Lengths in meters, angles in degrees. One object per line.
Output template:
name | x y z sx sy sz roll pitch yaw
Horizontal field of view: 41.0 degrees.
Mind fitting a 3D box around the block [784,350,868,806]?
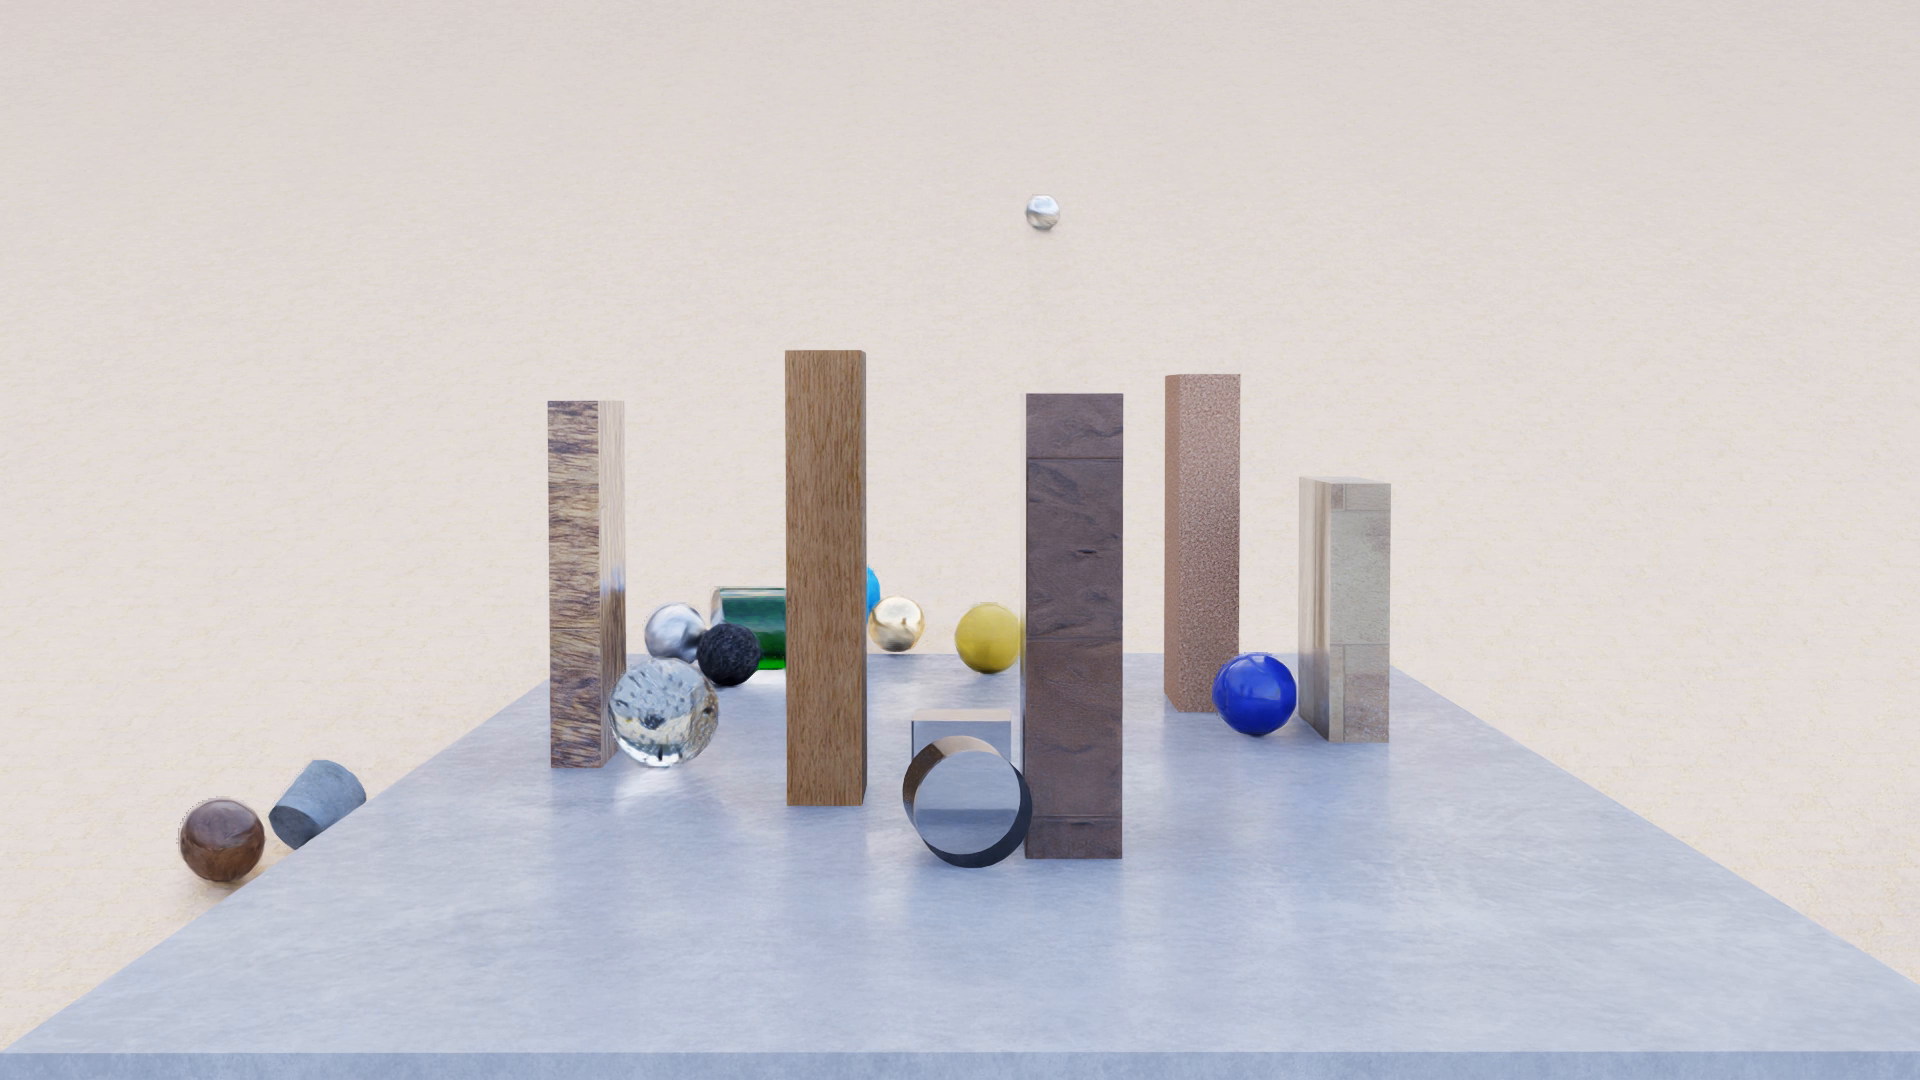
block | -0.215 0.055 4.176 0.119 0.720 0.246 0 3 0

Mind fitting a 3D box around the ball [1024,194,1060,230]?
ball | 0.350 -1.389 10.904 0.149 0.149 0.149 0 21 0

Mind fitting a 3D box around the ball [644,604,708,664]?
ball | -0.684 0.230 6.190 0.153 0.153 0.153 0 21 0

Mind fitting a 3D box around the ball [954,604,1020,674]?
ball | 0.069 0.232 6.031 0.164 0.164 0.164 0 21 0

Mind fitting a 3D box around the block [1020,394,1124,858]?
block | 0.159 0.113 3.738 0.135 0.651 0.315 0 3 0

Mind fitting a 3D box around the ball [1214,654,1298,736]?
ball | 0.566 0.296 4.918 0.157 0.157 0.157 0 21 0

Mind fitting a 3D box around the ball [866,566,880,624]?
ball | -0.310 0.146 6.882 0.197 0.197 0.197 0 21 0

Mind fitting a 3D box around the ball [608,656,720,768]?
ball | -0.518 0.301 4.502 0.193 0.193 0.193 0 21 0

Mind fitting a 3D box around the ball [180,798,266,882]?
ball | -1.605 0.654 5.596 0.181 0.181 0.181 0 21 0

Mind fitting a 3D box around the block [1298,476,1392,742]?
block | 0.748 0.125 5.027 0.112 0.486 0.445 0 3 0

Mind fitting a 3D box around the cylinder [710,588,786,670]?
cylinder | -0.481 0.211 6.095 0.193 0.193 0.193 -1 21 -16

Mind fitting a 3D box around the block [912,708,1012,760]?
block | 0.003 0.348 4.008 0.152 0.152 0.152 0 3 1

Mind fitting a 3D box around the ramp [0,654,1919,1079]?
ramp | 0.049 0.446 4.532 2.000 0.100 4.000 0 3 0

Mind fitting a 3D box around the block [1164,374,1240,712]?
block | 0.511 -0.003 5.459 0.124 0.695 0.372 0 3 0

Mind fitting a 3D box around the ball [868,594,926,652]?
ball | -0.162 0.213 6.541 0.148 0.148 0.148 0 21 0

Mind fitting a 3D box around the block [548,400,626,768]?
block | -0.672 0.069 4.650 0.088 0.641 0.353 0 3 0

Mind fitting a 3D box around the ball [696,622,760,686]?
ball | -0.520 0.257 5.781 0.143 0.143 0.143 0 21 0
